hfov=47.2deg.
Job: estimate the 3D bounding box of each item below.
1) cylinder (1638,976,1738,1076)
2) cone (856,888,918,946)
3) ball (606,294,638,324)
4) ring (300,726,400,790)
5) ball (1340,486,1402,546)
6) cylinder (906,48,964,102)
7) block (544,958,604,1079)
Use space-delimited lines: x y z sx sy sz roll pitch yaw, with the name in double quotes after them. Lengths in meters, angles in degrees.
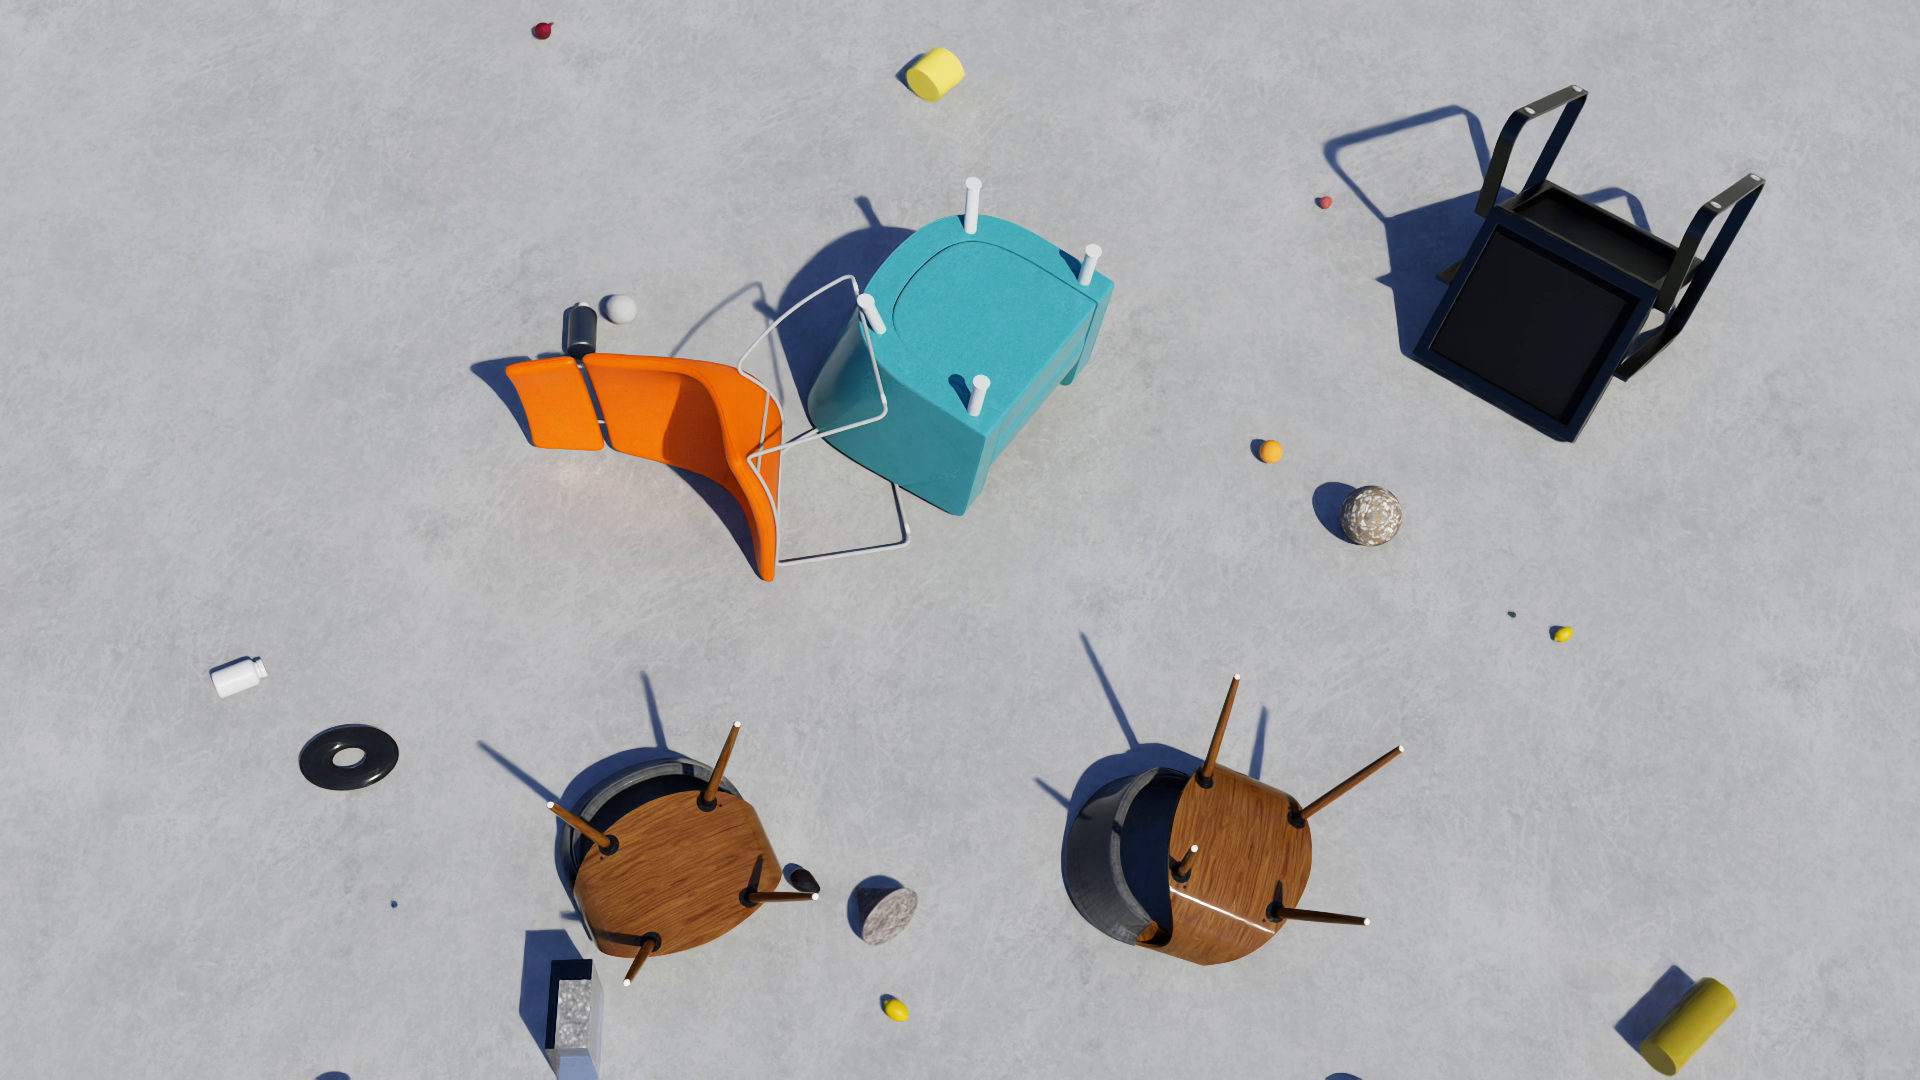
1.875 1.252 5.664 0.256 0.116 0.113 -37 75 -22 "cylinder"
-0.232 0.969 5.884 0.186 0.143 0.165 -42 41 -15 "cone"
-1.079 -0.736 7.008 0.099 0.099 0.099 0 56 0 "ball"
-1.705 0.609 6.140 0.276 0.043 0.201 -5 57 -2 "ring"
1.217 -0.071 6.513 0.182 0.182 0.182 0 56 0 "ball"
-0.084 -1.601 7.570 0.147 0.129 0.136 38 64 15 "cylinder"
-0.982 1.226 5.616 0.105 0.224 0.236 -2 56 -1 "block"
